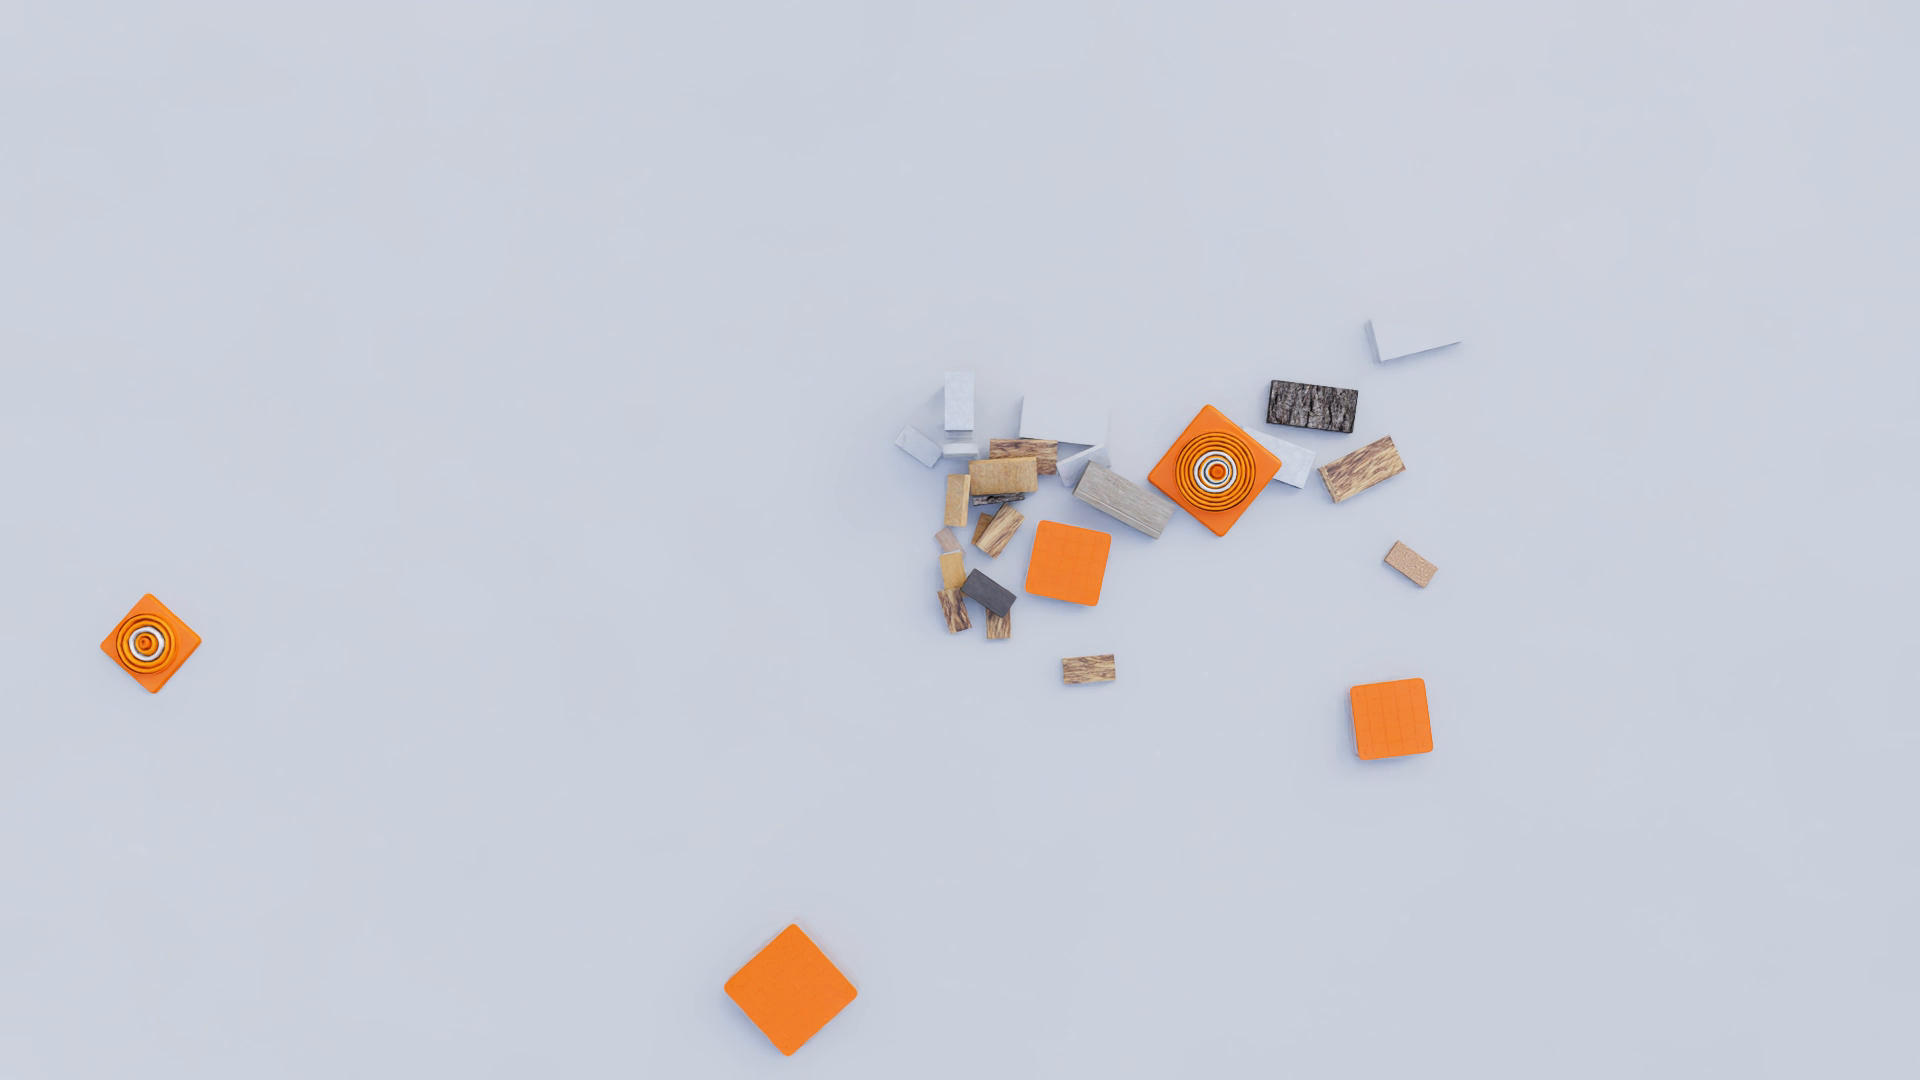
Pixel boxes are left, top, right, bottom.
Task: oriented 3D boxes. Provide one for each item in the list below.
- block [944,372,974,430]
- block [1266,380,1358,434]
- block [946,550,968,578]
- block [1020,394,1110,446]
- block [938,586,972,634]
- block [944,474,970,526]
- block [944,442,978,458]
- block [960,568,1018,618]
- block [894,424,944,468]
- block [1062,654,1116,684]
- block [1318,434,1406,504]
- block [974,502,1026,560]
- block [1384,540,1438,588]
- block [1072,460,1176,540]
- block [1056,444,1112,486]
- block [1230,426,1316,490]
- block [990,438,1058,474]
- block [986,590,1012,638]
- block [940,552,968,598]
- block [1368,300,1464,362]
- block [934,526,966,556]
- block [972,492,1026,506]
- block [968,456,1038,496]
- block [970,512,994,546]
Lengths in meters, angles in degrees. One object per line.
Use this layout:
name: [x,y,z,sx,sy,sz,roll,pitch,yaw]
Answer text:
block: [-0.003,-0.446,5.301,0.093,0.026,0.186,0,90,0]
block: [1.170,-0.443,5.480,0.284,0.040,0.142,7,90,0]
block: [-0.012,0.091,5.480,0.055,0.016,0.111,-16,102,0]
block: [0.346,-0.396,5.480,0.284,0.040,0.142,6,90,0]
block: [-0.018,0.231,5.471,0.074,0.021,0.148,-18,104,0]
block: [-0.009,-0.132,5.460,0.024,0.086,0.171,5,90,-41]
block: [0.003,-0.293,5.389,0.111,0.222,0.031,-2,90,0]
block: [0.094,0.176,5.451,0.172,0.024,0.086,34,83,-9]
block: [-0.136,-0.311,5.489,0.148,0.021,0.074,35,90,0]
block: [0.429,0.429,5.488,0.172,0.024,0.086,-5,90,0]
block: [1.335,-0.235,5.482,0.257,0.036,0.128,-26,90,0]
block: [0.133,-0.030,5.476,0.086,0.024,0.172,36,87,-10]
block: [1.501,0.081,5.489,0.161,0.023,0.081,35,90,0]
block: [0.541,-0.132,5.455,0.325,0.036,0.128,27,91,-9]
block: [0.410,-0.249,5.465,0.171,0.024,0.086,-24,124,1]
block: [1.038,-0.274,5.482,0.257,0.036,0.128,20,90,0]
block: [0.209,-0.276,5.465,0.222,0.031,0.111,1,112,0]
block: [0.127,0.247,5.489,0.081,0.023,0.161,-2,90,0]
block: [-0.020,0.119,5.466,0.074,0.021,0.149,-11,104,-1]
block: [1.515,-0.695,5.480,0.283,0.040,0.142,-14,90,0]
block: [-0.033,0.014,5.492,0.055,0.016,0.111,-33,90,0]
block: [0.128,-0.136,5.457,0.171,0.085,0.024,-7,90,0]
block: [0.144,-0.212,5.457,0.222,0.031,0.111,-4,116,2]
block: [0.079,-0.031,5.492,0.055,0.016,0.111,19,90,0]
